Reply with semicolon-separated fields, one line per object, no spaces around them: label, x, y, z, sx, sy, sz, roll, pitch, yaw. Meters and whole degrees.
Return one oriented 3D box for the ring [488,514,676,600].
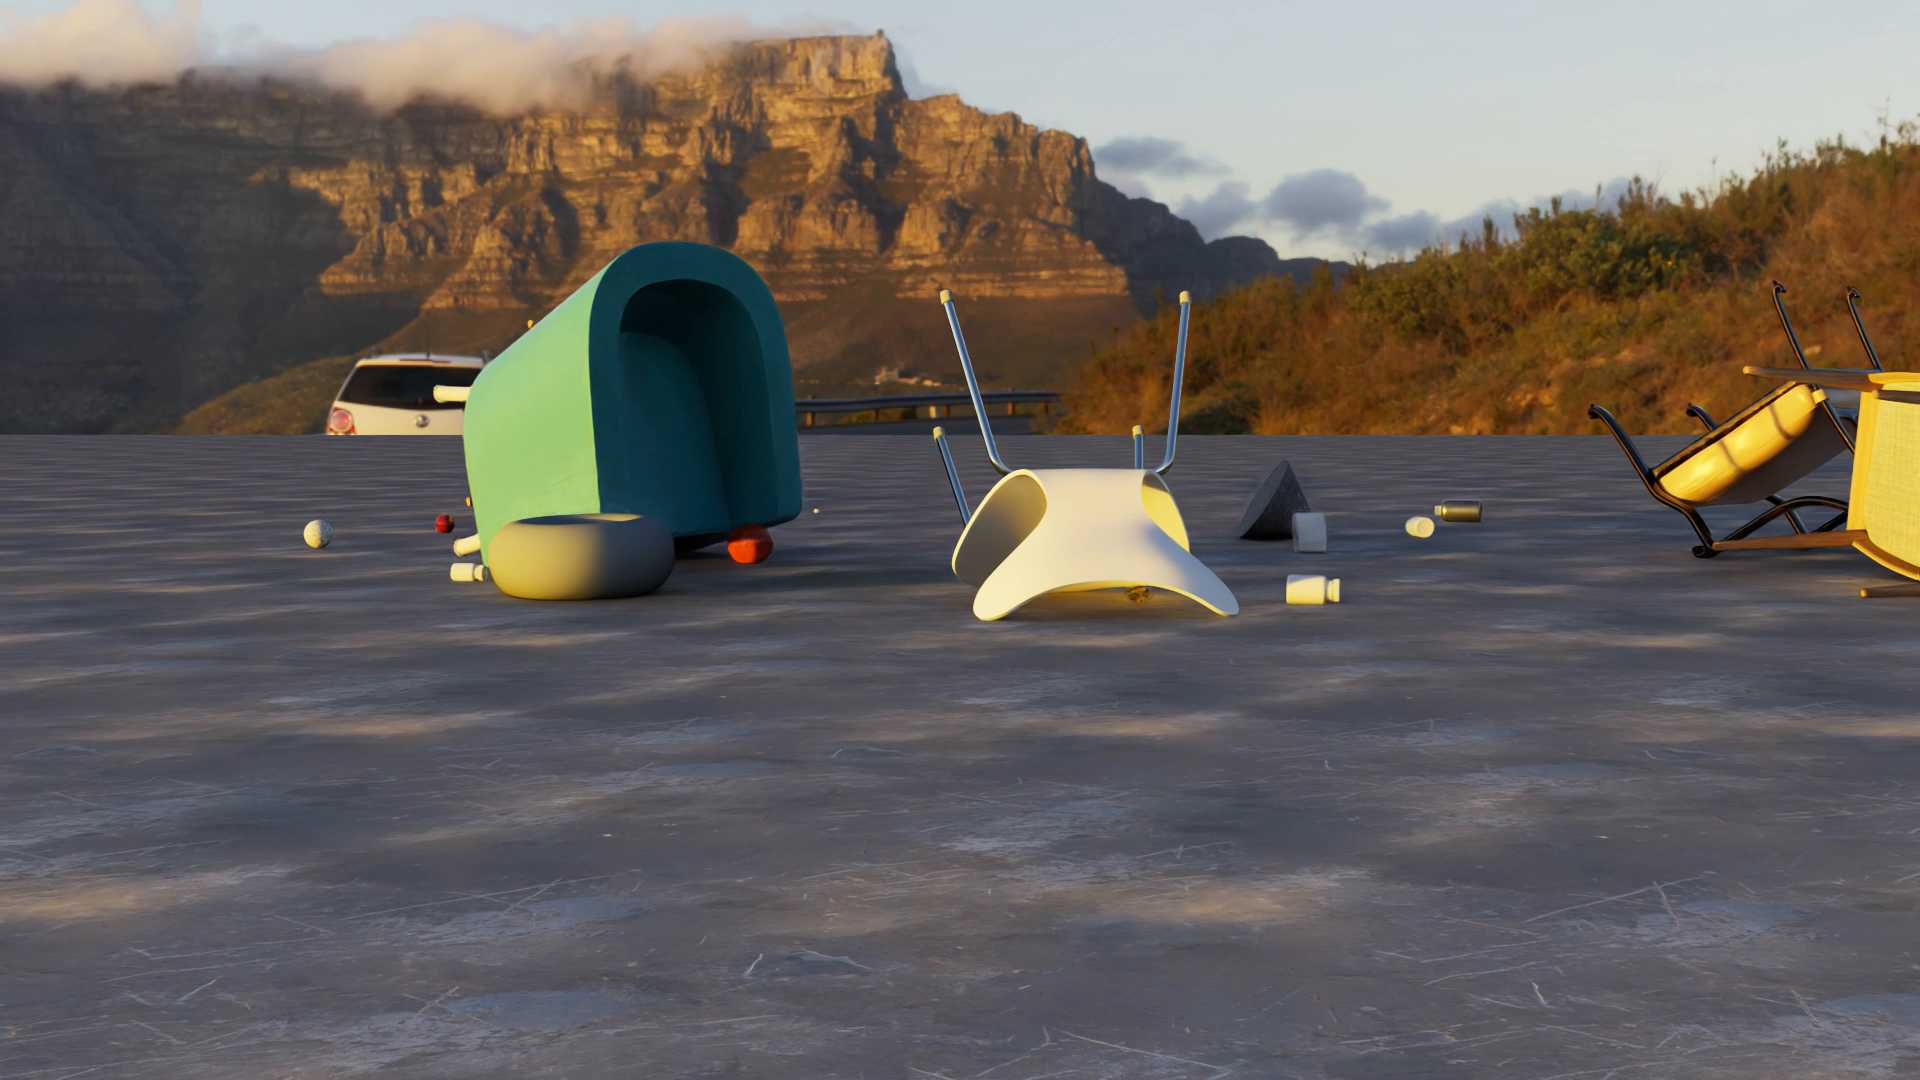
ring;-0.832;0.035;4.851;0.405;0.165;0.484;-1;5;1

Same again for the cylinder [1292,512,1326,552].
cylinder;0.962;-0.021;6.057;0.078;0.086;0.133;0;44;1

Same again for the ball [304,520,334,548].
ball;-1.812;-0.017;6.211;0.080;0.080;0.080;0;4;0

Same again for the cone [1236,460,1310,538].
cone;1.004;-0.065;6.639;0.219;0.273;0.314;32;20;-2
